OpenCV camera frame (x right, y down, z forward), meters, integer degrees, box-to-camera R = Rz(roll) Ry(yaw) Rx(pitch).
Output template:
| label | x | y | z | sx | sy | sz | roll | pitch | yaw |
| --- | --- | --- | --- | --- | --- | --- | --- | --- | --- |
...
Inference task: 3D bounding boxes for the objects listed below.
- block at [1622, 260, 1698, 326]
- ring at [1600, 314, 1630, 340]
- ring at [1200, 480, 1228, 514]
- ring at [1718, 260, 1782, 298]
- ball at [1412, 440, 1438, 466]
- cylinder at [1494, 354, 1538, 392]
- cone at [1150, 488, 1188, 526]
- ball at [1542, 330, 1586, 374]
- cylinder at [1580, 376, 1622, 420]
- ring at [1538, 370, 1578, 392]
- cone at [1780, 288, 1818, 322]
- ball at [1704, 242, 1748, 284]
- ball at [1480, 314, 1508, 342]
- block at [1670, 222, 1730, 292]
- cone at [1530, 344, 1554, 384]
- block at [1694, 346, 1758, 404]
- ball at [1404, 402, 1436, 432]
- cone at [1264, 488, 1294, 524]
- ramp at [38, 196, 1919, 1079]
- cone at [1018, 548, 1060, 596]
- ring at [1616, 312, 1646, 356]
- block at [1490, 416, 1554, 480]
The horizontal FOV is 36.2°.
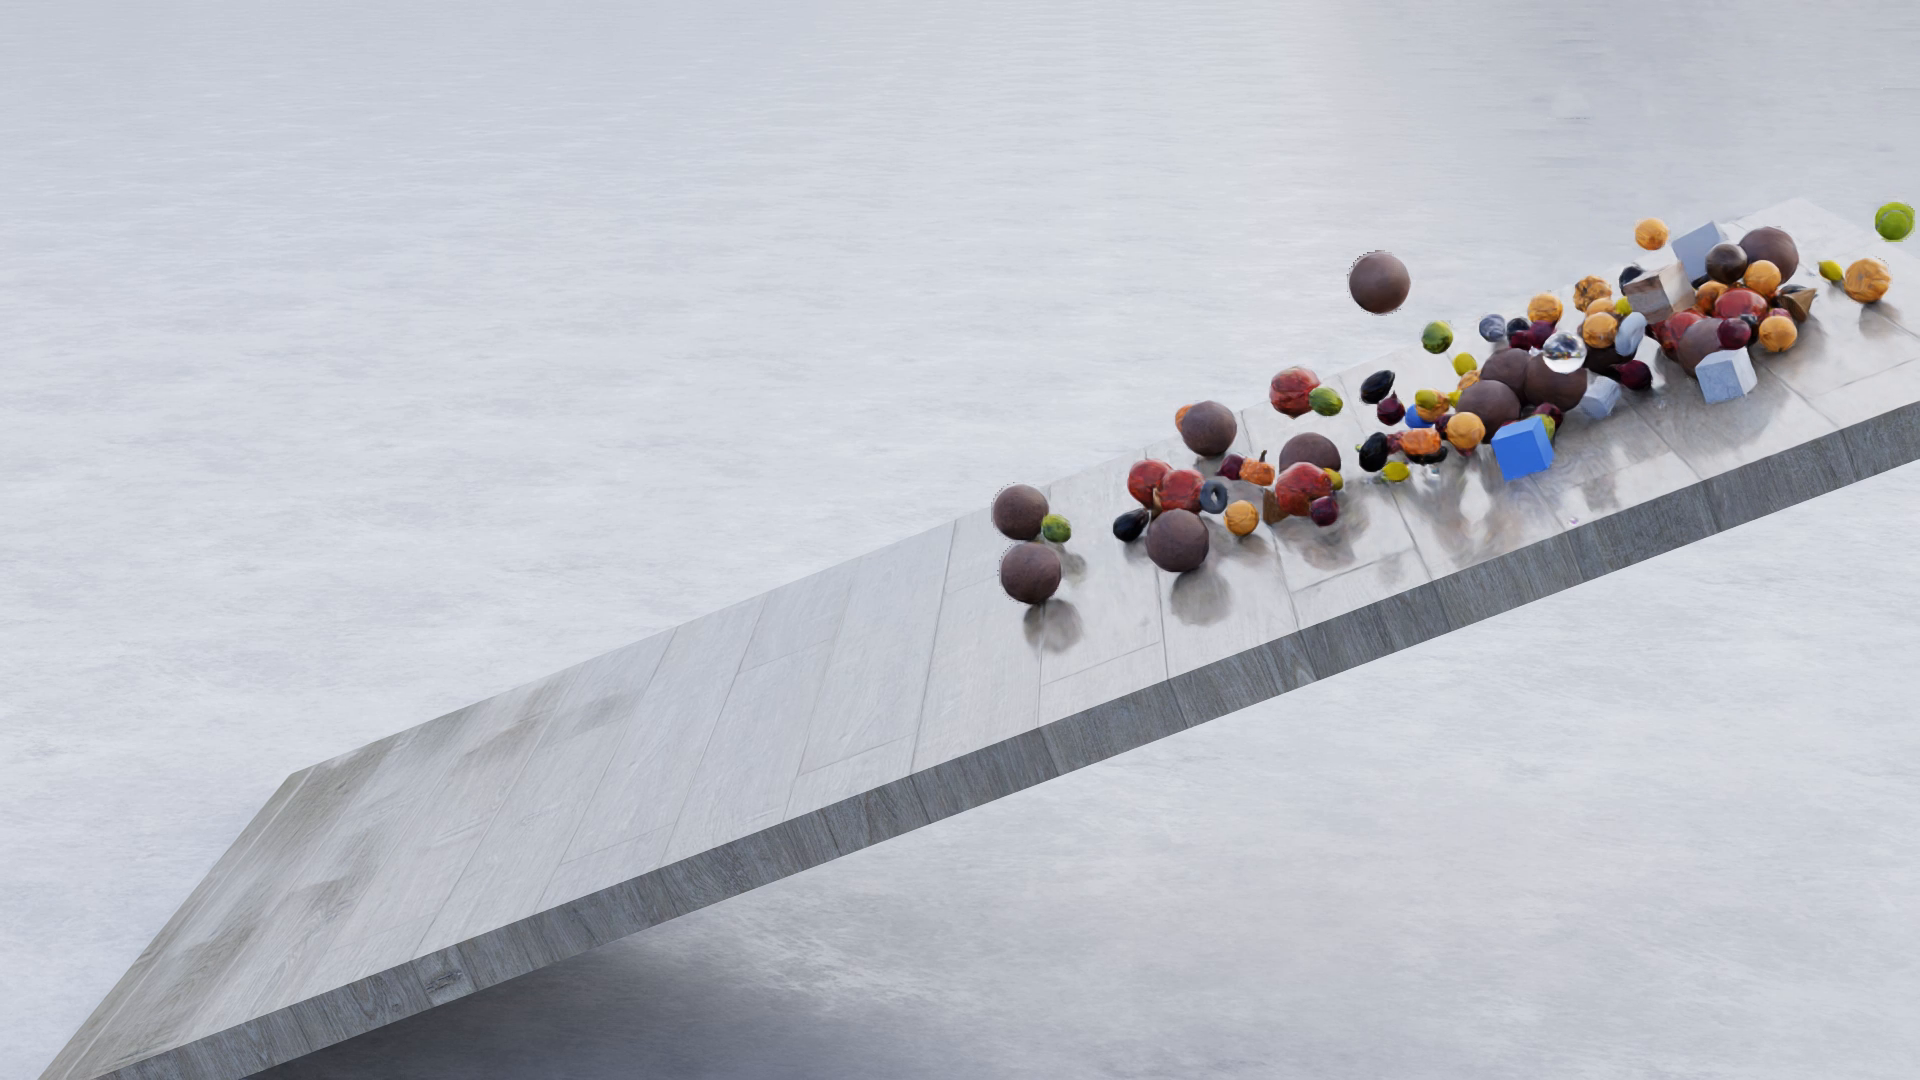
| label | x | y | z | sx | sy | sz | roll | pitch | yaw |
| --- | --- | --- | --- | --- | --- | --- | --- | --- | --- |
| block | 1.416 | -0.497 | 5.948 | 0.091 | 0.091 | 0.091 | -29 | 8 | -40 |
| ring | 1.433 | -0.462 | 6.381 | 0.088 | 0.029 | 0.088 | -21 | 19 | 8 |
| ring | 0.536 | -0.090 | 6.210 | 0.075 | 0.075 | 0.025 | -12 | 5 | -41 |
| ring | 1.675 | -0.553 | 6.240 | 0.143 | 0.048 | 0.143 | -19 | -7 | -2 |
| ball | 0.944 | -0.176 | 5.976 | 0.050 | 0.050 | 0.050 | 0 | 14 | 0 |
| cylinder | 1.172 | -0.353 | 6.199 | 0.070 | 0.070 | 0.070 | -7 | 8 | 35 |
| cone | 0.460 | -0.069 | 6.410 | 0.085 | 0.085 | 0.085 | 6 | 14 | 3 |
| ball | 1.135 | -0.353 | 5.523 | 0.081 | 0.081 | 0.081 | 0 | 14 | 0 |
| cylinder | 1.262 | -0.280 | 5.793 | 0.060 | 0.060 | 0.060 | 12 | 51 | 40 |
| ring | 1.254 | -0.339 | 6.162 | 0.092 | 0.031 | 0.092 | -30 | 11 | 6 |
| cone | 1.692 | -0.484 | 5.887 | 0.069 | 0.069 | 0.069 | -40 | 24 | -9 |
| ball | 1.556 | -0.562 | 5.973 | 0.086 | 0.086 | 0.086 | 0 | 14 | 0 |
| ball | 1.231 | -0.489 | 6.786 | 0.067 | 0.067 | 0.067 | 0 | 14 | 0 |
| block | 1.589 | -0.602 | 6.257 | 0.100 | 0.100 | 0.100 | -28 | -19 | 24 |
| cone | 1.217 | -0.355 | 6.140 | 0.078 | 0.078 | 0.078 | 5 | 43 | -5 |
| block | 1.455 | -0.313 | 5.587 | 0.077 | 0.077 | 0.077 | -13 | 15 | 39 |
| ball | 0.977 | -0.260 | 6.248 | 0.065 | 0.065 | 0.065 | 0 | 14 | 0 |
| cone | 0.639 | -0.082 | 6.031 | 0.068 | 0.068 | 0.068 | -25 | 26 | 13 |
| ramp | 0.124 | 0.173 | 6.291 | 4.000 | 0.100 | 2.000 | -21 | 12 | 7 |
| cone | 0.150 | 0.082 | 6.290 | 0.095 | 0.095 | 0.095 | 16 | 64 | 48 |
| ring | 1.339 | -0.411 | 5.872 | 0.031 | 0.093 | 0.093 | 28 | 26 | 27 |
| block | 1.080 | -0.175 | 5.645 | 0.084 | 0.084 | 0.084 | -16 | 13 | 26 |
